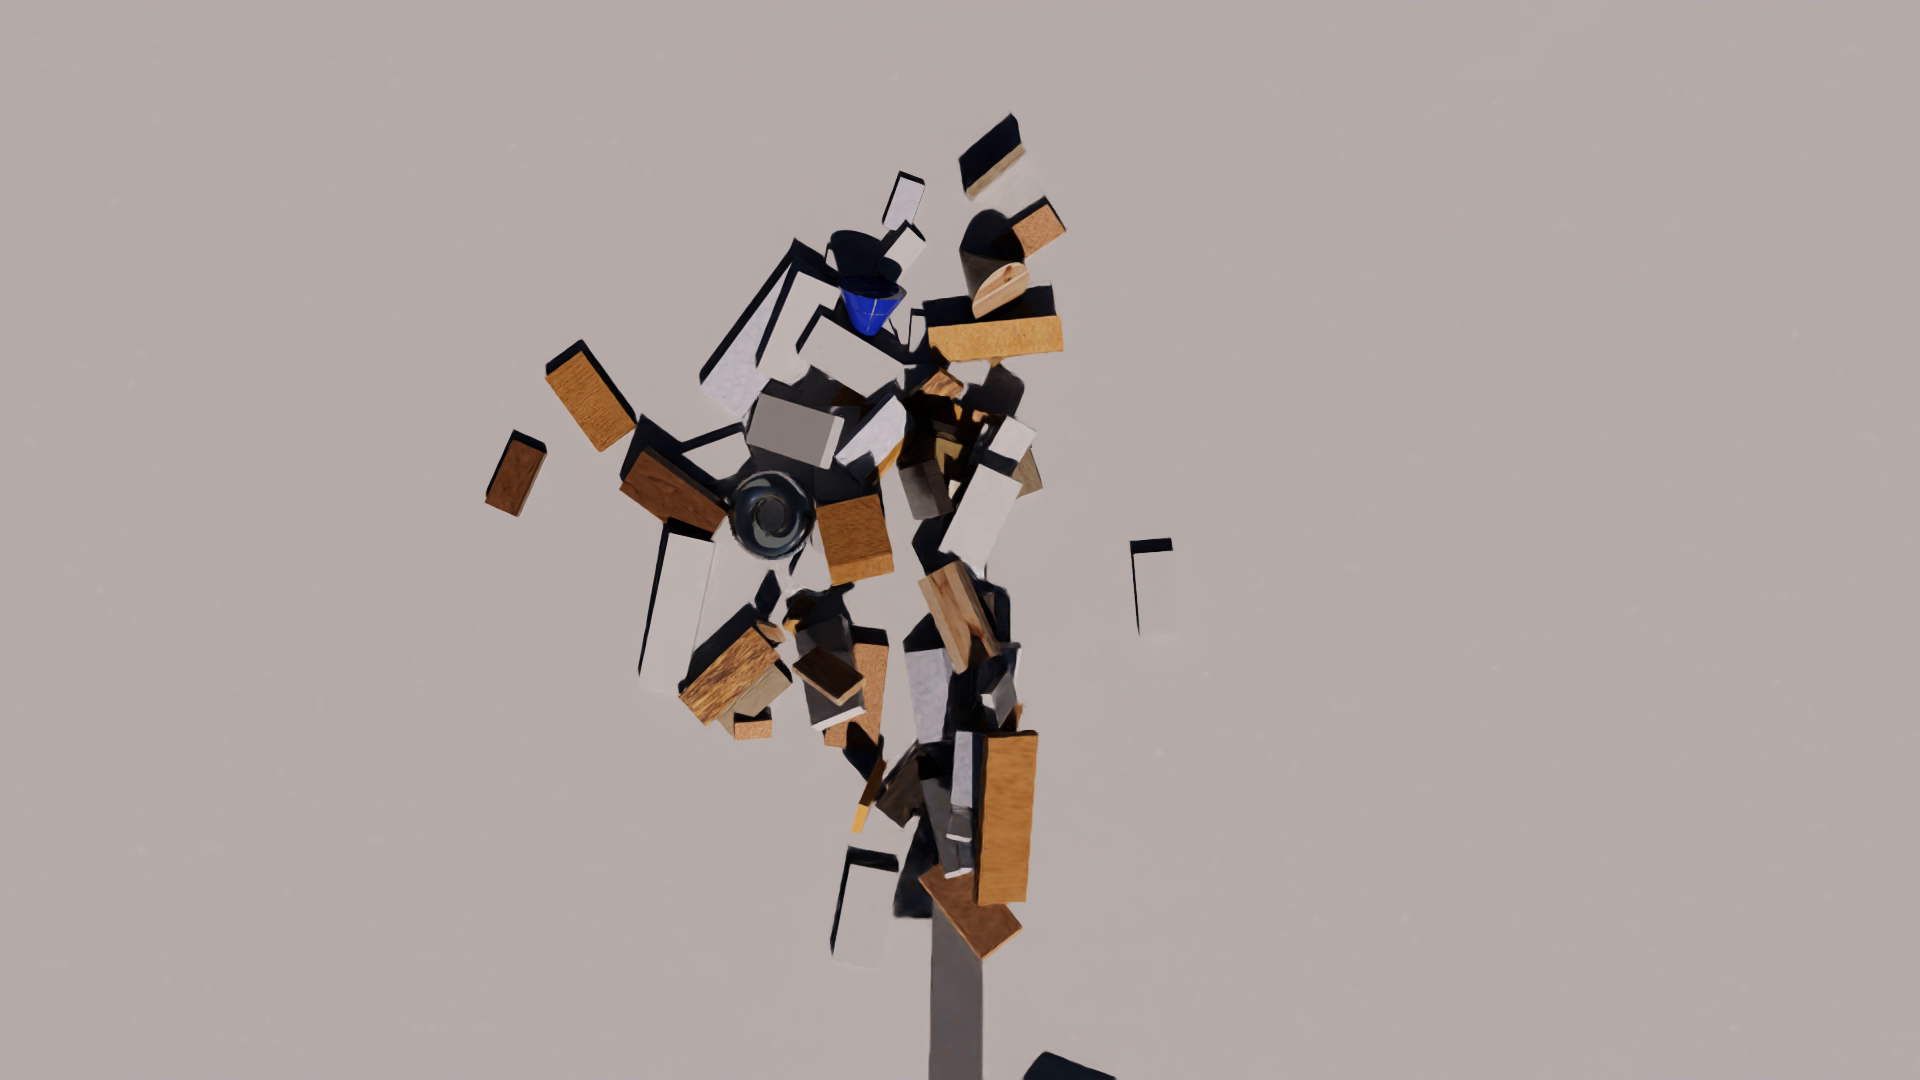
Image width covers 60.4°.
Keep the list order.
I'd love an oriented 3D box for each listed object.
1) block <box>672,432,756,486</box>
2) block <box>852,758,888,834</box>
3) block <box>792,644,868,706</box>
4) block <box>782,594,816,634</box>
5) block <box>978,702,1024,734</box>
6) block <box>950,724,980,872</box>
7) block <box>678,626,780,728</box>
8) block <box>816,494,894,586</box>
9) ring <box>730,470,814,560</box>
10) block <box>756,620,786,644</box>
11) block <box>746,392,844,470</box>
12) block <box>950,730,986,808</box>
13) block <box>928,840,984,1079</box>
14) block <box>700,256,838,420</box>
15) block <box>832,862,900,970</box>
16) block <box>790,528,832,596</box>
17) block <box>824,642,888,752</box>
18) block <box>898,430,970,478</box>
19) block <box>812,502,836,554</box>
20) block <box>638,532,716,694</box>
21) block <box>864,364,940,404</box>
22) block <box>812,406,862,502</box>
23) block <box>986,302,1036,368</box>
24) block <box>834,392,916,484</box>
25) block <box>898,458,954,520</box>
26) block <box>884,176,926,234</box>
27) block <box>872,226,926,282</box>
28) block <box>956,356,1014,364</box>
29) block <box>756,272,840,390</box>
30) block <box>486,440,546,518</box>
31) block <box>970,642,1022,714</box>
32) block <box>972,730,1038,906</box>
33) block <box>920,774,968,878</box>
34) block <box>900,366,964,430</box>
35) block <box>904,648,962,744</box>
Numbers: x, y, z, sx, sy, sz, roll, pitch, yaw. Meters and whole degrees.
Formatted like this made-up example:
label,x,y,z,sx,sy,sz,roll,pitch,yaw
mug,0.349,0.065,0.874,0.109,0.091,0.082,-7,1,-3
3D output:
label,x,y,z,sx,sy,sz,roll,pitch,yaw
block,-0.817,-0.258,5.482,0.249,0.035,0.125,-20,90,0
block,-0.295,0.832,5.367,0.034,0.238,0.119,19,122,3
block,-0.418,0.431,5.275,0.119,0.034,0.238,-38,46,-23
block,-0.533,0.252,5.491,0.063,0.018,0.125,29,90,0
block,0.120,0.633,5.363,0.117,0.033,0.235,16,70,2
block,0.047,0.832,5.355,0.129,0.037,0.495,-3,59,-3
block,-0.759,0.450,5.440,0.334,0.039,0.138,-44,88,-2
block,-0.336,0.002,5.276,0.204,0.204,0.204,-13,73,-5
ring,-0.619,-0.082,5.426,0.302,0.101,0.302,0,91,16
block,-0.619,0.299,5.399,0.018,0.125,0.063,-38,117,-26
block,-0.540,-0.356,5.376,0.343,0.049,0.171,19,93,36
block,0.039,0.729,5.248,0.117,0.033,0.235,3,86,25
block,-0.009,1.364,5.209,0.163,0.046,1.126,1,61,0
block,-0.632,-0.671,5.476,0.171,0.049,0.542,36,90,0
block,-0.313,1.248,5.477,0.164,0.047,0.329,11,90,0
block,-0.449,0.039,5.481,0.132,0.037,0.265,25,90,0
block,-0.343,0.516,5.475,0.175,0.049,0.349,6,90,0
block,-0.084,-0.282,5.450,0.220,0.031,0.110,18,90,19
block,-0.415,-0.089,5.443,0.132,0.037,0.265,3,82,-3
block,-0.933,0.241,5.446,0.152,0.043,0.518,13,97,0
block,-0.192,-0.514,5.449,0.249,0.035,0.125,-2,92,-3
block,-0.404,-0.283,5.422,0.155,0.044,0.310,-1,85,-5
block,0.160,-0.683,5.485,0.218,0.031,0.109,-39,90,0
block,-0.279,-0.331,5.364,0.275,0.039,0.138,-47,126,-11
block,-0.112,-0.160,5.320,0.049,0.349,0.175,-19,93,-15
block,-0.186,-1.110,5.488,0.087,0.025,0.174,20,90,0
block,-0.200,-0.944,5.472,0.087,0.025,0.174,39,90,-22
block,0.089,-0.650,5.453,0.218,0.031,0.109,-7,91,2
block,-0.531,-0.689,5.427,0.155,0.044,0.354,23,92,-10
block,-1.476,-0.206,5.484,0.116,0.033,0.231,24,90,0
block,0.118,0.454,5.412,0.129,0.037,0.258,3,118,-11
block,0.141,0.870,5.156,0.164,0.047,0.552,-1,103,-20
block,-0.009,0.919,5.350,0.163,0.046,0.327,-12,60,-8
block,-0.103,-0.465,5.408,0.110,0.031,0.220,35,120,-29
block,-0.086,0.512,5.437,0.152,0.043,0.303,-10,88,34
